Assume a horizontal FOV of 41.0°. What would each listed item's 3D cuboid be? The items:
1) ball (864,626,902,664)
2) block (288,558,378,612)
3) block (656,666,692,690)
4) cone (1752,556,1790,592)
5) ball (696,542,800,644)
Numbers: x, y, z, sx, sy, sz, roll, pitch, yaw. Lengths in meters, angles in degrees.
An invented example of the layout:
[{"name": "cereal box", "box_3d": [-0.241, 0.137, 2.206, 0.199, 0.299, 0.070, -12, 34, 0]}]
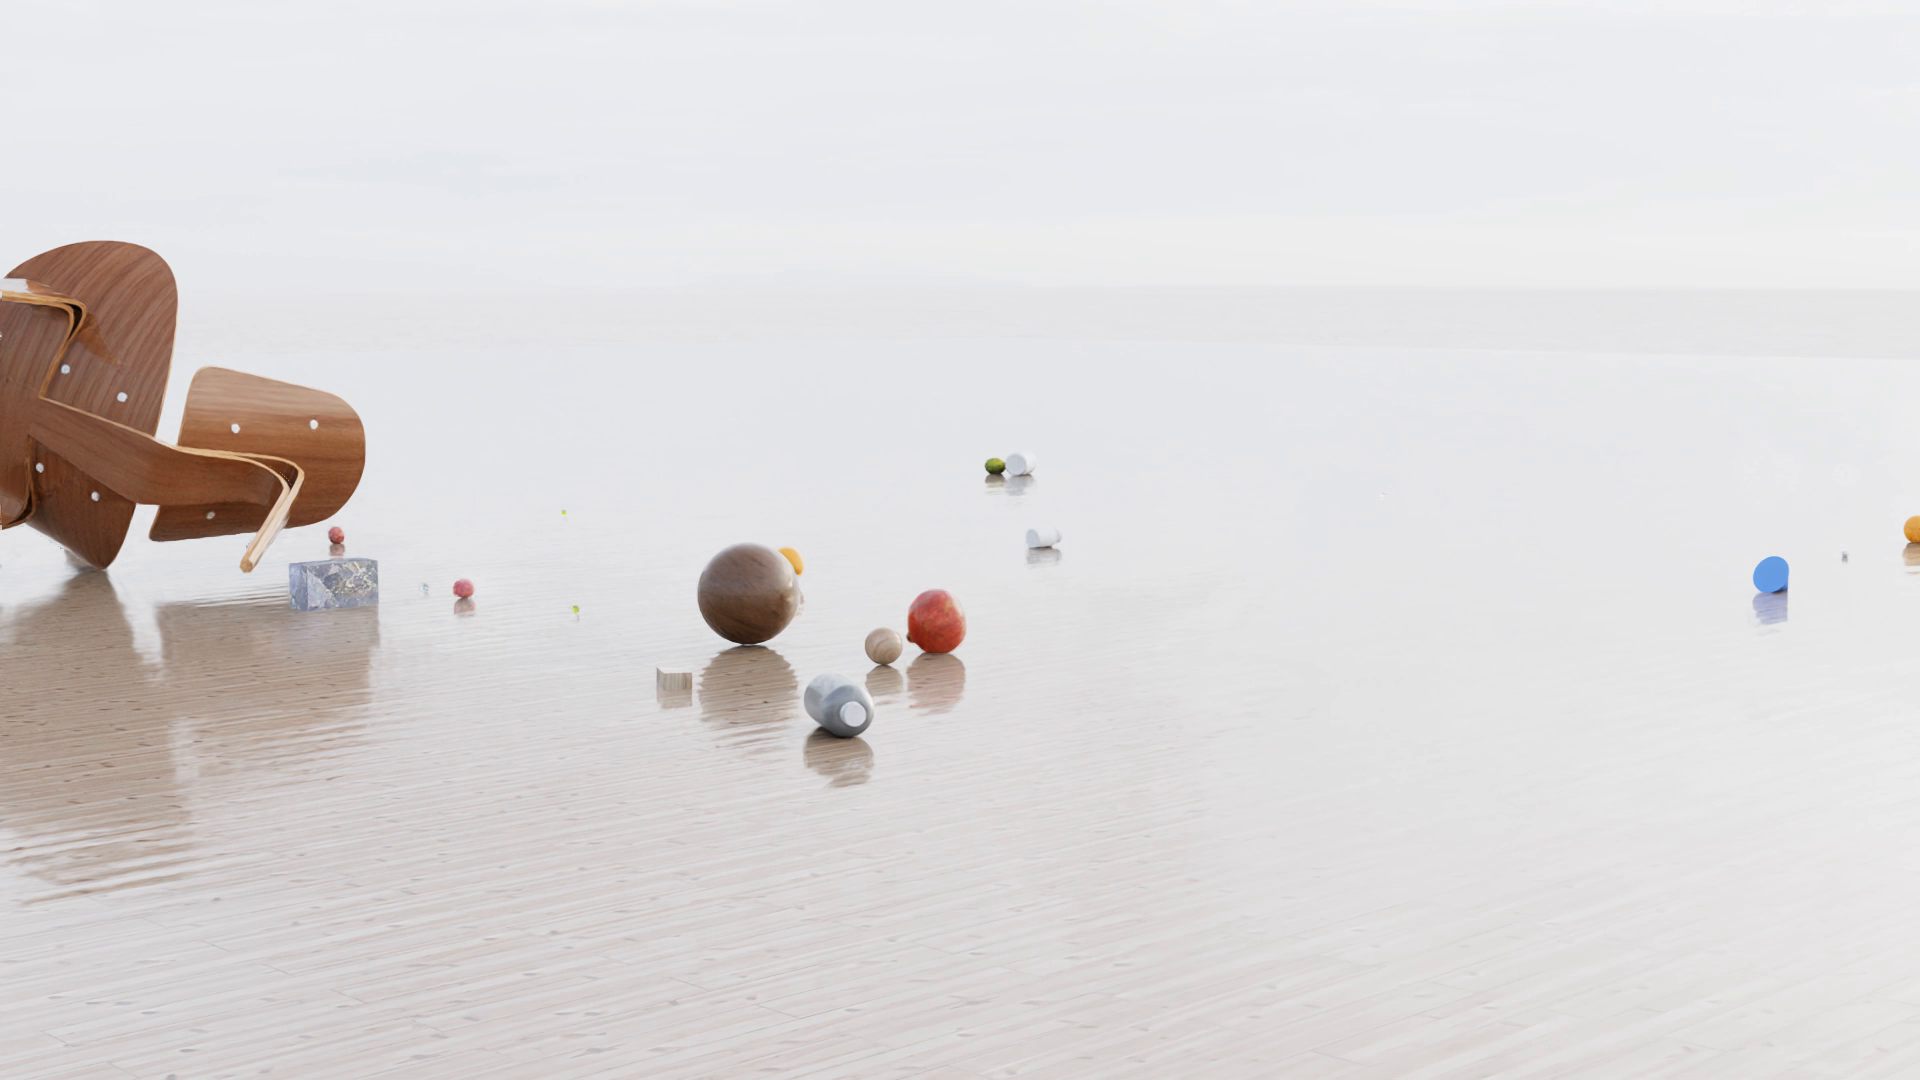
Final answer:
[{"name": "ball", "box_3d": [-0.130, 0.179, 4.353, 0.065, 0.065, 0.065, 0, 6, 0]}, {"name": "block", "box_3d": [-1.250, 0.088, 5.122, 0.159, 0.090, 0.071, -6, 8, -43]}, {"name": "block", "box_3d": [-0.460, 0.222, 4.129, 0.045, 0.027, 0.076, -2, 6, -16]}, {"name": "cone", "box_3d": [1.719, 0.088, 5.381, 0.080, 0.084, 0.079, -5, -27, 44]}, {"name": "ball", "box_3d": [-0.378, 0.095, 4.589, 0.185, 0.185, 0.185, 0, 6, 0]}]
